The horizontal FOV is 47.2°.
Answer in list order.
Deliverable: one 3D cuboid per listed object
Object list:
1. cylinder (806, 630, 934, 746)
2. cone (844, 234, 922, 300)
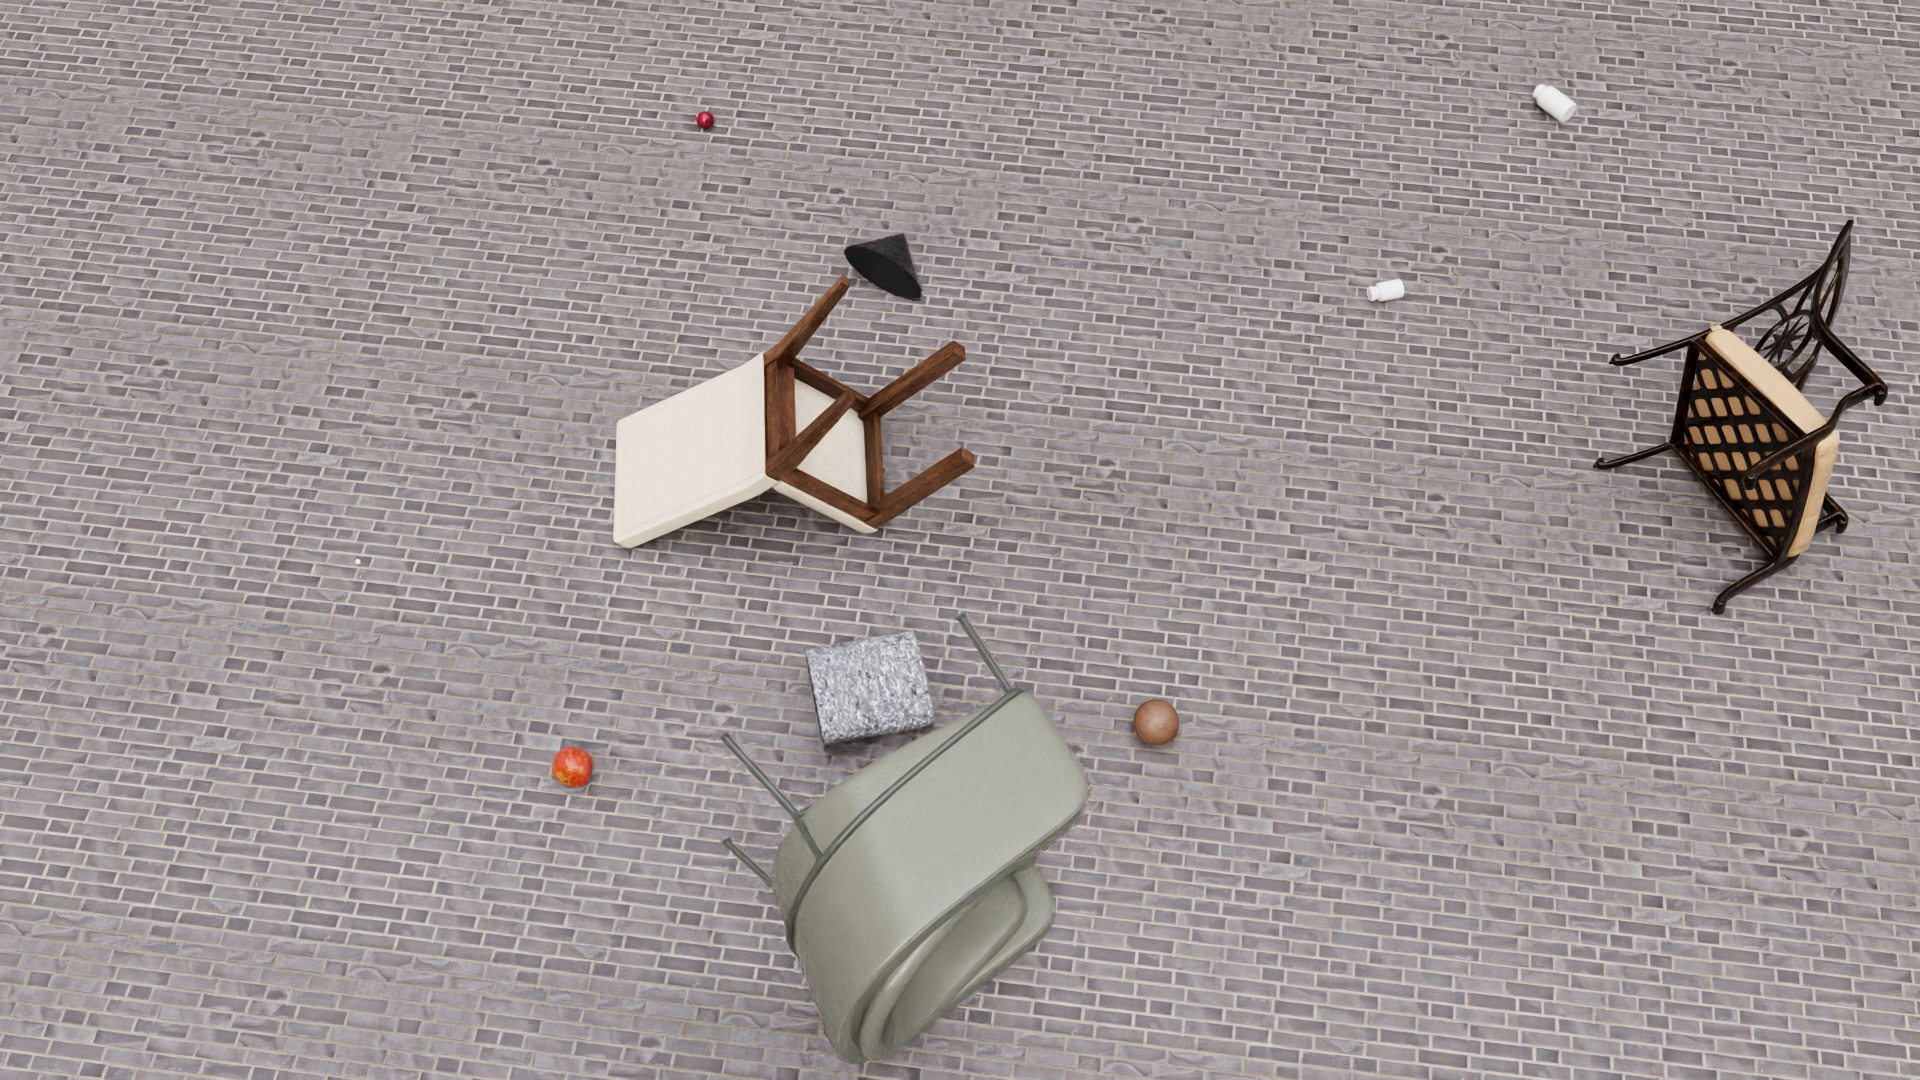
[{"bbox_3d":[-0.257,0.416,6.213,0.314,0.133,0.319,-10,52,-6],"label":"cylinder"},{"bbox_3d":[-0.216,-0.936,7.156,0.286,0.115,0.258,32,40,-8],"label":"cone"}]
